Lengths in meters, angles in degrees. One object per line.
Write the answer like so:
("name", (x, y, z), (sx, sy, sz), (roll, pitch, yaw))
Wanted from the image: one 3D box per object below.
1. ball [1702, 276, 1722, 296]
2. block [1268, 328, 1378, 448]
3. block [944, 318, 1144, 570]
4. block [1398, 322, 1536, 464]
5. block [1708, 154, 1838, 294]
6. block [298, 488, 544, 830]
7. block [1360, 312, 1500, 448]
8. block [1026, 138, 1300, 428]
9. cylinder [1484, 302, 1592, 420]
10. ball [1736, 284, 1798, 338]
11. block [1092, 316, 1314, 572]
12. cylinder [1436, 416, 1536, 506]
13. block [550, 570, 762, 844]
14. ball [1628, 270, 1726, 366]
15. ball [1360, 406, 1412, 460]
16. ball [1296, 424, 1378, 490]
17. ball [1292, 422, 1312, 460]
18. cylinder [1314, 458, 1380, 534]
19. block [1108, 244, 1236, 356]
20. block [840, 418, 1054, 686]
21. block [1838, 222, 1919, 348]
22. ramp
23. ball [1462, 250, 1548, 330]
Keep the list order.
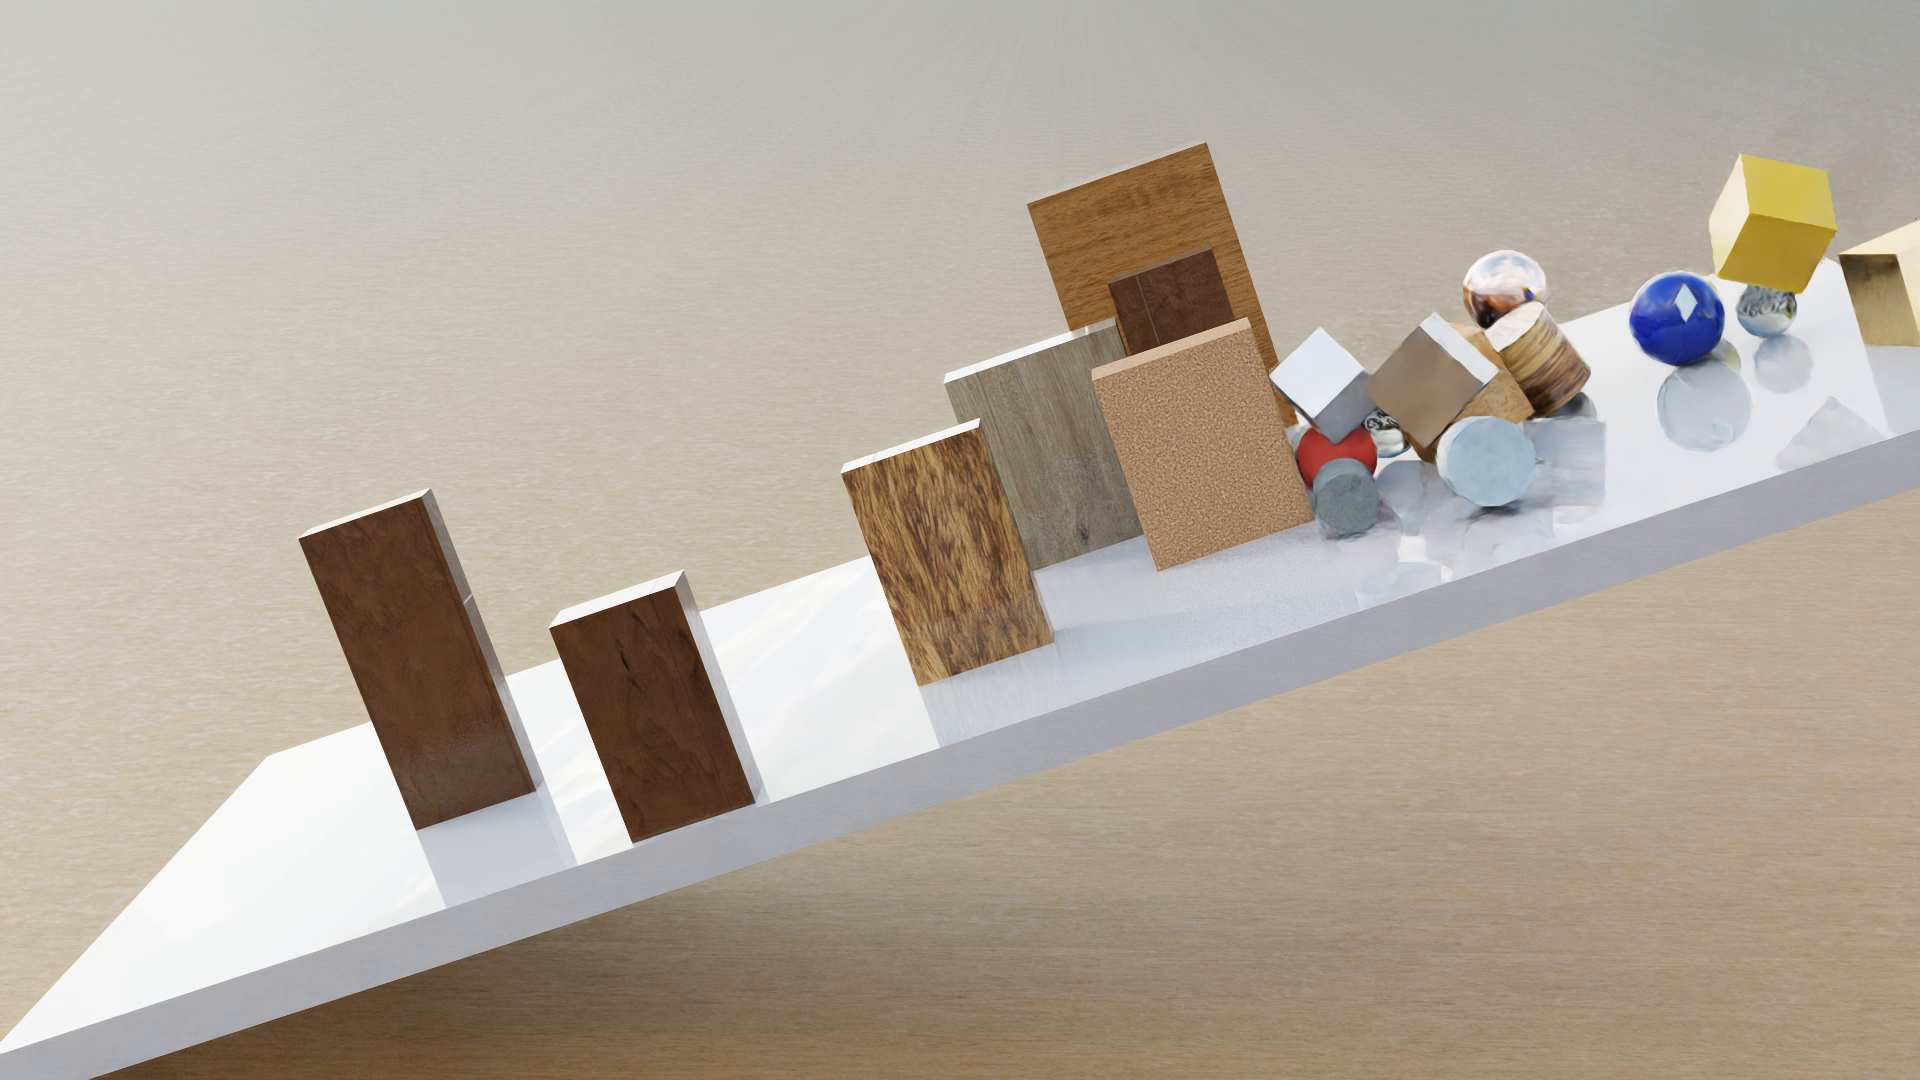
("ball", (1.601, -0.512, 6.452), (0.141, 0.141, 0.141), (0, 12, 0))
("block", (0.751, -0.312, 6.016), (0.146, 0.146, 0.146), (48, 3, 34))
("block", (0.229, -0.205, 6.493), (0.394, 0.460, 0.129), (-18, 11, 6))
("block", (1.021, -0.300, 6.117), (0.210, 0.210, 0.210), (-36, 12, -3))
("block", (1.648, -0.641, 5.975), (0.181, 0.181, 0.181), (10, 47, -4))
("block", (-1.111, 0.249, 6.083), (0.271, 0.657, 0.092), (-18, 11, 6))
("block", (0.939, -0.319, 5.866), (0.175, 0.175, 0.175), (43, 23, 7))
("block", (0.488, -0.550, 7.068), (0.447, 0.711, 0.127), (-18, 11, 6))
("cylinder", (1.215, -0.381, 6.244), (0.177, 0.177, 0.177), (-37, 15, 12))
("ball", (1.702, -0.489, 6.206), (0.126, 0.126, 0.126), (0, 12, 0))
("block", (0.502, -0.199, 6.089), (0.340, 0.422, 0.149), (-18, 11, 6))
("cylinder", (0.995, -0.151, 5.569), (0.165, 0.165, 0.165), (0, 4, 2))
("block", (-0.558, 0.307, 5.431), (0.244, 0.432, 0.133), (-18, 11, 6))
("ball", (1.518, -0.469, 6.229), (0.201, 0.201, 0.201), (0, 12, 0))
("ball", (0.907, -0.258, 6.310), (0.168, 0.168, 0.168), (0, 12, 0))
("ball", (0.785, -0.172, 6.130), (0.169, 0.169, 0.169), (0, 12, 0))
("ball", (0.780, -0.195, 6.356), (0.131, 0.131, 0.131), (0, 12, 0))
("cylinder", (0.767, -0.088, 5.842), (0.124, 0.124, 0.124), (1, 16, 3))
("block", (0.532, -0.376, 6.637), (0.245, 0.523, 0.090), (-18, 11, 6))
("block", (-0.022, 0.026, 5.814), (0.284, 0.456, 0.098), (-18, 11, 6))
("block", (1.888, -0.505, 5.787), (0.192, 0.192, 0.192), (-22, 11, -15))
("ramp", (0.109, 0.179, 6.303), (4.000, 0.100, 2.000), (-18, 11, 6))
("ball", (1.200, -0.544, 6.478), (0.187, 0.187, 0.187), (0, 12, 0))
